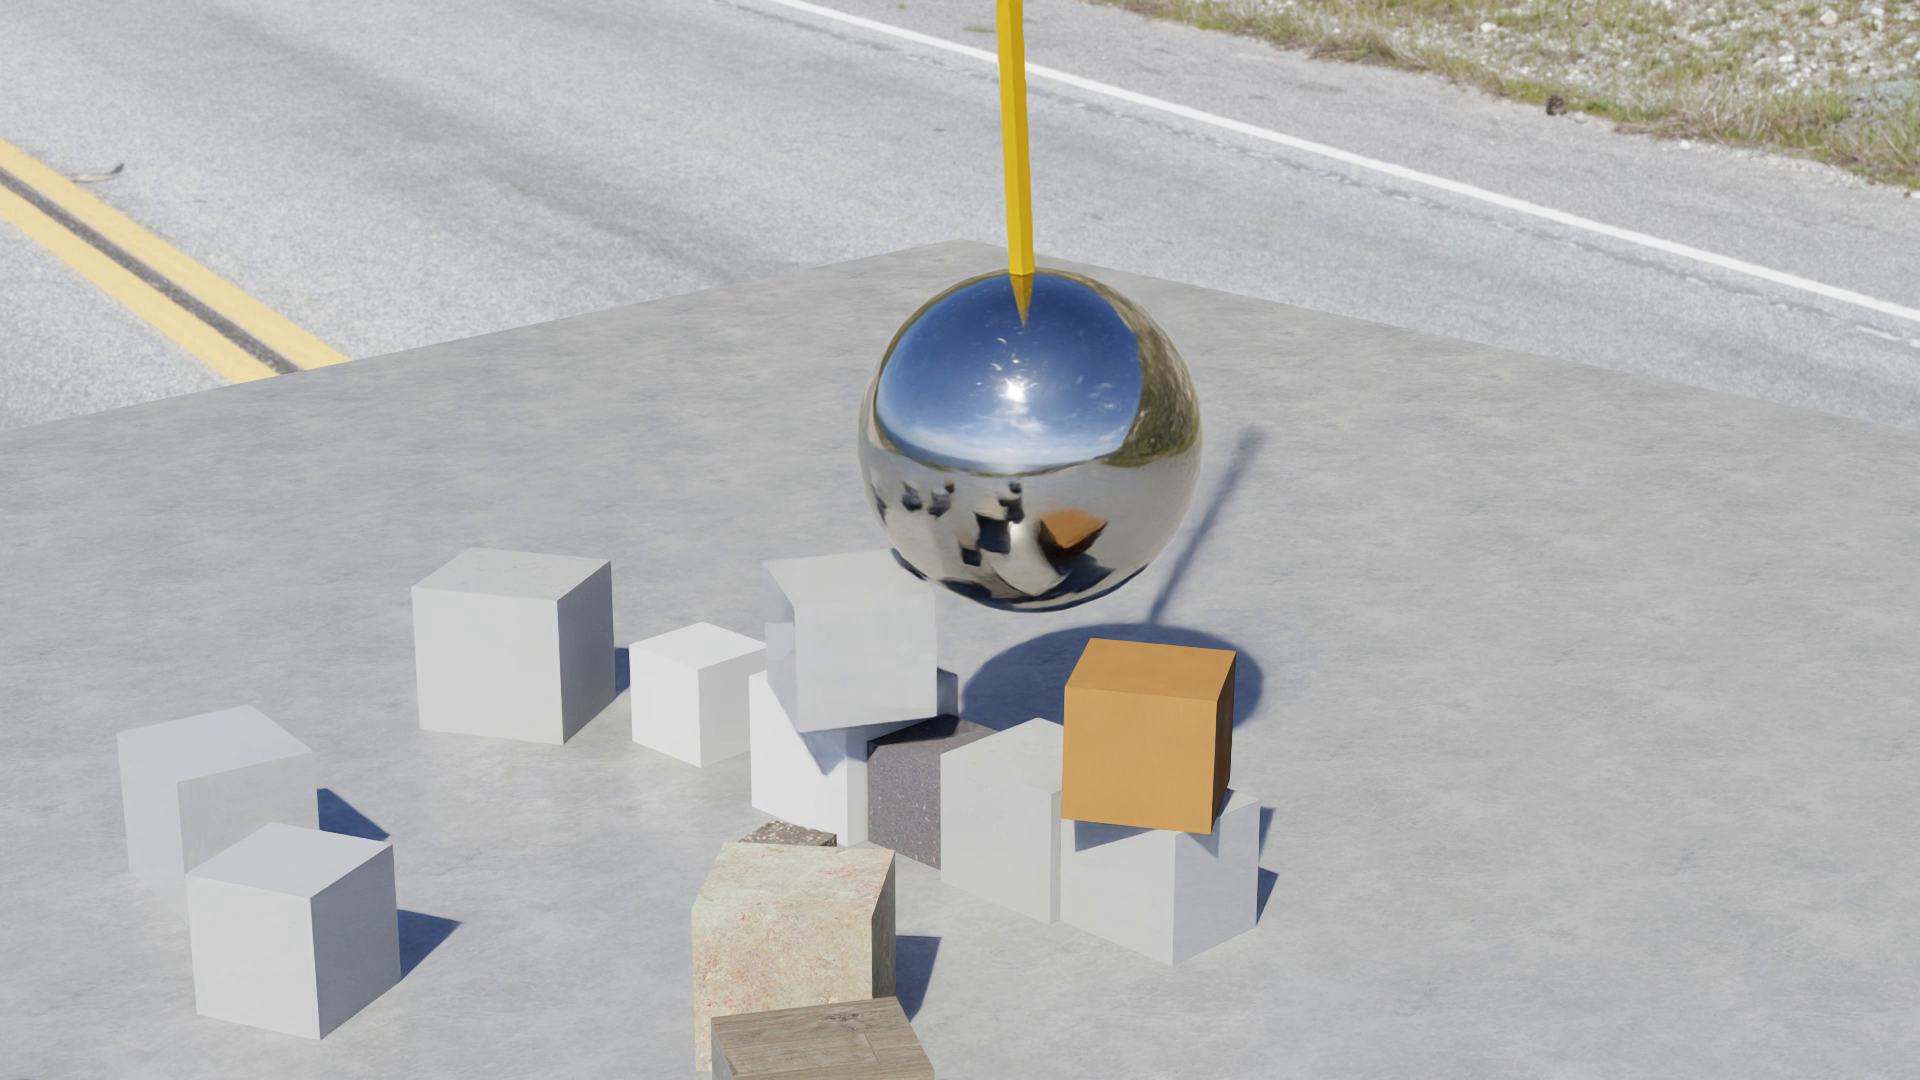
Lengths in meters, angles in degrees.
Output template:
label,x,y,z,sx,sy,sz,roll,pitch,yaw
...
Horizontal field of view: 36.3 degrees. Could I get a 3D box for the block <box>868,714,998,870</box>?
label,x,y,z,sx,sy,sz,roll,pitch,yaw
block,-0.051,1.182,13.744,0.526,0.503,0.554,-17,24,-42

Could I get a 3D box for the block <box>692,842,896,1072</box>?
label,x,y,z,sx,sy,sz,roll,pitch,yaw
block,-0.657,1.686,11.814,0.710,0.699,0.665,2,18,6

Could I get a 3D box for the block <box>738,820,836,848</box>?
label,x,y,z,sx,sy,sz,roll,pitch,yaw
block,-0.769,1.490,13.009,0.339,0.357,0.306,10,20,28

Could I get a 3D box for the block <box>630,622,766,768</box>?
label,x,y,z,sx,sy,sz,roll,pitch,yaw
block,-1.318,0.783,14.978,0.532,0.524,0.498,16,24,42

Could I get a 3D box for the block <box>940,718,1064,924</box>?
label,x,y,z,sx,sy,sz,roll,pitch,yaw
block,0.380,1.262,13.291,0.671,0.622,0.649,16,24,42

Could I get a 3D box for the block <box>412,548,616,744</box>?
label,x,y,z,sx,sy,sz,roll,pitch,yaw
block,-2.320,0.543,15.321,0.804,0.777,0.705,5,18,15

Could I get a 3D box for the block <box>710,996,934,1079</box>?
label,x,y,z,sx,sy,sz,roll,pitch,yaw
block,-0.496,2.108,10.519,0.689,0.671,0.592,-4,18,-14

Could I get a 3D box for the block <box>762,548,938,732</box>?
label,x,y,z,sx,sy,sz,roll,pitch,yaw
block,-0.514,0.457,13.624,0.655,0.607,0.670,-6,19,-15

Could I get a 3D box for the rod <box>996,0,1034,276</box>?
label,x,y,z,sx,sy,sz,roll,pitch,yaw
rod,0.140,-3.641,12.344,0.080,5.200,0.080,17,28,42

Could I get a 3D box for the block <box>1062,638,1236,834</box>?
label,x,y,z,sx,sy,sz,roll,pitch,yaw
block,0.816,0.836,12.627,0.643,0.603,0.613,5,19,12

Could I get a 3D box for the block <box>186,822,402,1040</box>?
label,x,y,z,sx,sy,sz,roll,pitch,yaw
block,-2.758,1.612,12.165,0.605,0.629,0.593,7,19,22

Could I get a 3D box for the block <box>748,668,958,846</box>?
label,x,y,z,sx,sy,sz,roll,pitch,yaw
block,-0.509,0.969,14.137,0.726,0.674,0.692,-16,24,-42

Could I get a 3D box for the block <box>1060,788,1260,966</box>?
label,x,y,z,sx,sy,sz,roll,pitch,yaw
block,0.874,1.405,12.860,0.560,0.608,0.658,-17,24,-42

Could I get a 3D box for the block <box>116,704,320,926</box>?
label,x,y,z,sx,sy,sz,roll,pitch,yaw
block,-3.354,1.232,13.292,0.637,0.679,0.731,-12,21,-34

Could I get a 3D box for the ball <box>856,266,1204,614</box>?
label,x,y,z,sx,sy,sz,roll,pitch,yaw
ball,0.323,-0.462,13.536,1.600,1.600,1.600,0,17,0
